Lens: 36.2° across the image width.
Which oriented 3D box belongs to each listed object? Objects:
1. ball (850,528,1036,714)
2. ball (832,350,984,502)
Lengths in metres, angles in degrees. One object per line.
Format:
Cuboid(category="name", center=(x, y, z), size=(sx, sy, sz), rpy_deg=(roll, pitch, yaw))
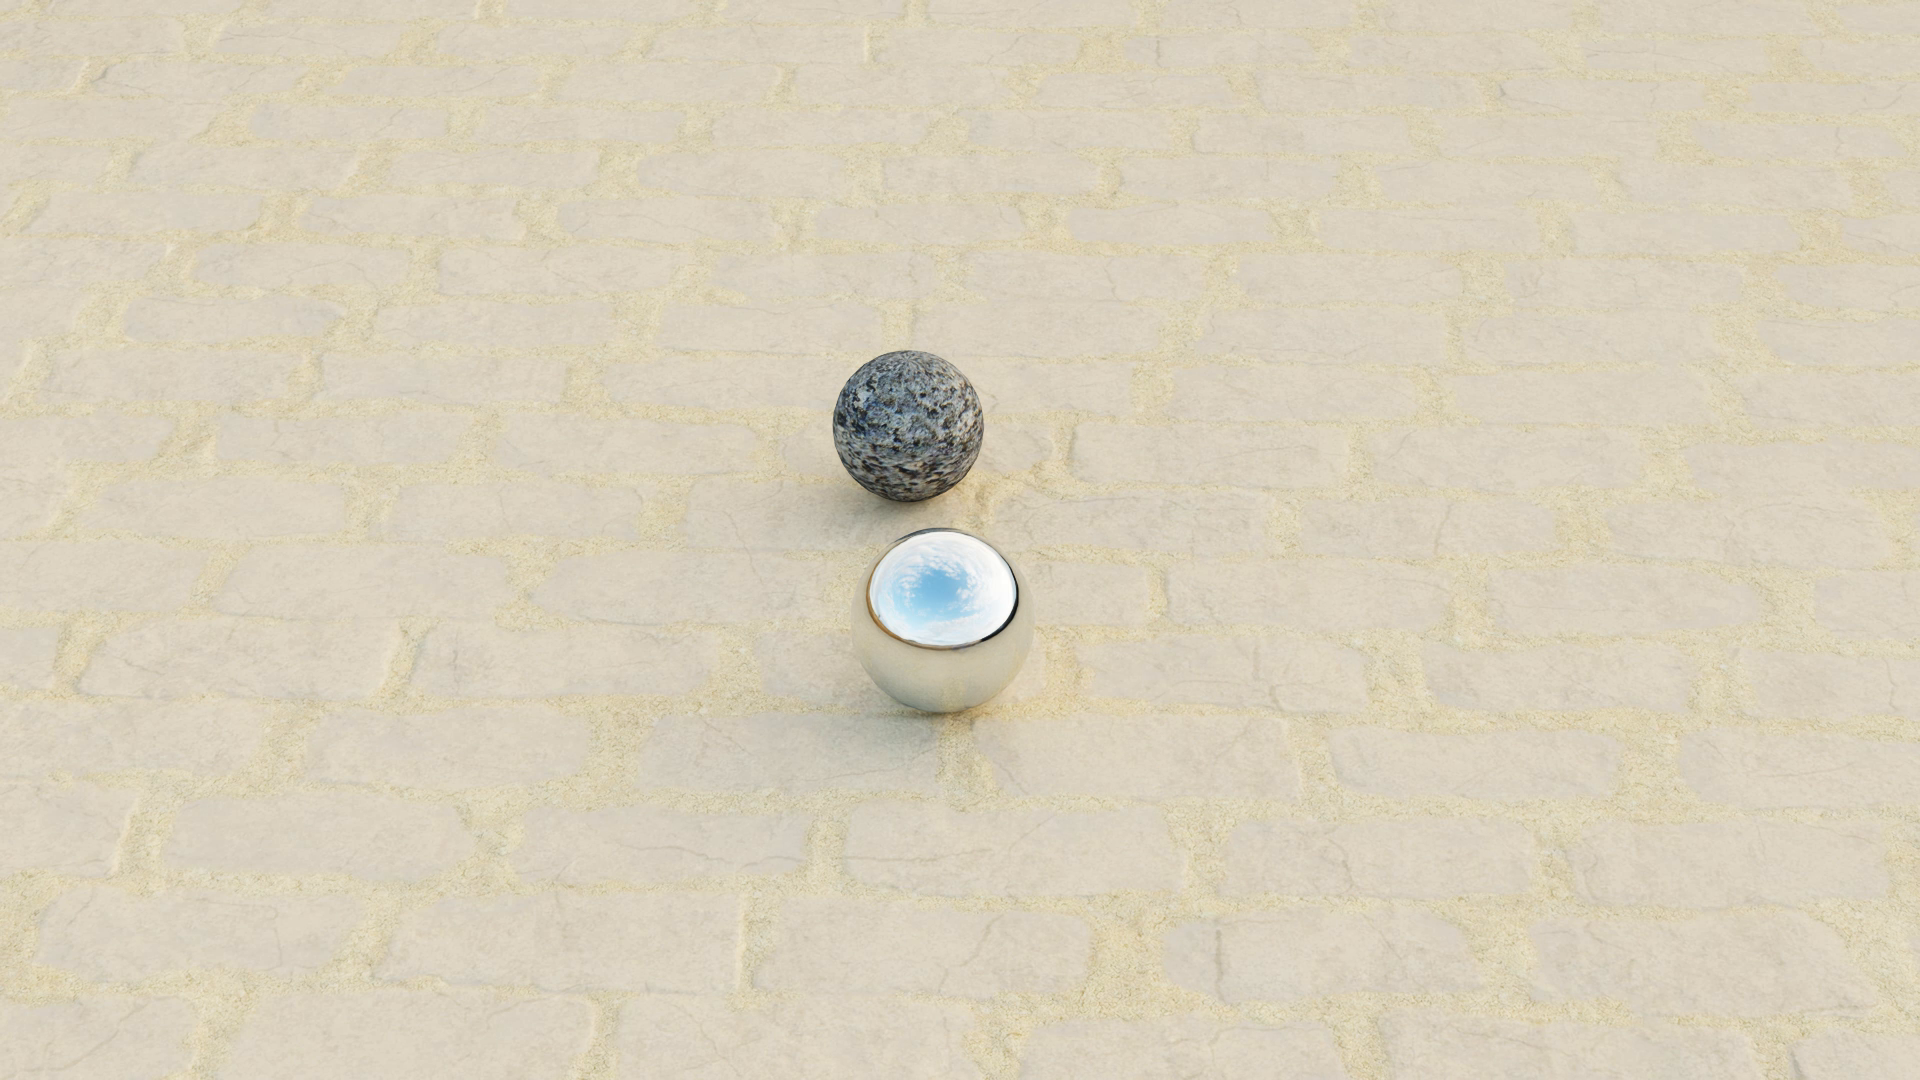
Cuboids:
Cuboid(category="ball", center=(-0.009, 0.039, 1.450), size=(0.092, 0.092, 0.092), rpy_deg=(0, 33, 0))
Cuboid(category="ball", center=(-0.028, -0.063, 1.615), size=(0.083, 0.083, 0.083), rpy_deg=(0, 33, 0))
